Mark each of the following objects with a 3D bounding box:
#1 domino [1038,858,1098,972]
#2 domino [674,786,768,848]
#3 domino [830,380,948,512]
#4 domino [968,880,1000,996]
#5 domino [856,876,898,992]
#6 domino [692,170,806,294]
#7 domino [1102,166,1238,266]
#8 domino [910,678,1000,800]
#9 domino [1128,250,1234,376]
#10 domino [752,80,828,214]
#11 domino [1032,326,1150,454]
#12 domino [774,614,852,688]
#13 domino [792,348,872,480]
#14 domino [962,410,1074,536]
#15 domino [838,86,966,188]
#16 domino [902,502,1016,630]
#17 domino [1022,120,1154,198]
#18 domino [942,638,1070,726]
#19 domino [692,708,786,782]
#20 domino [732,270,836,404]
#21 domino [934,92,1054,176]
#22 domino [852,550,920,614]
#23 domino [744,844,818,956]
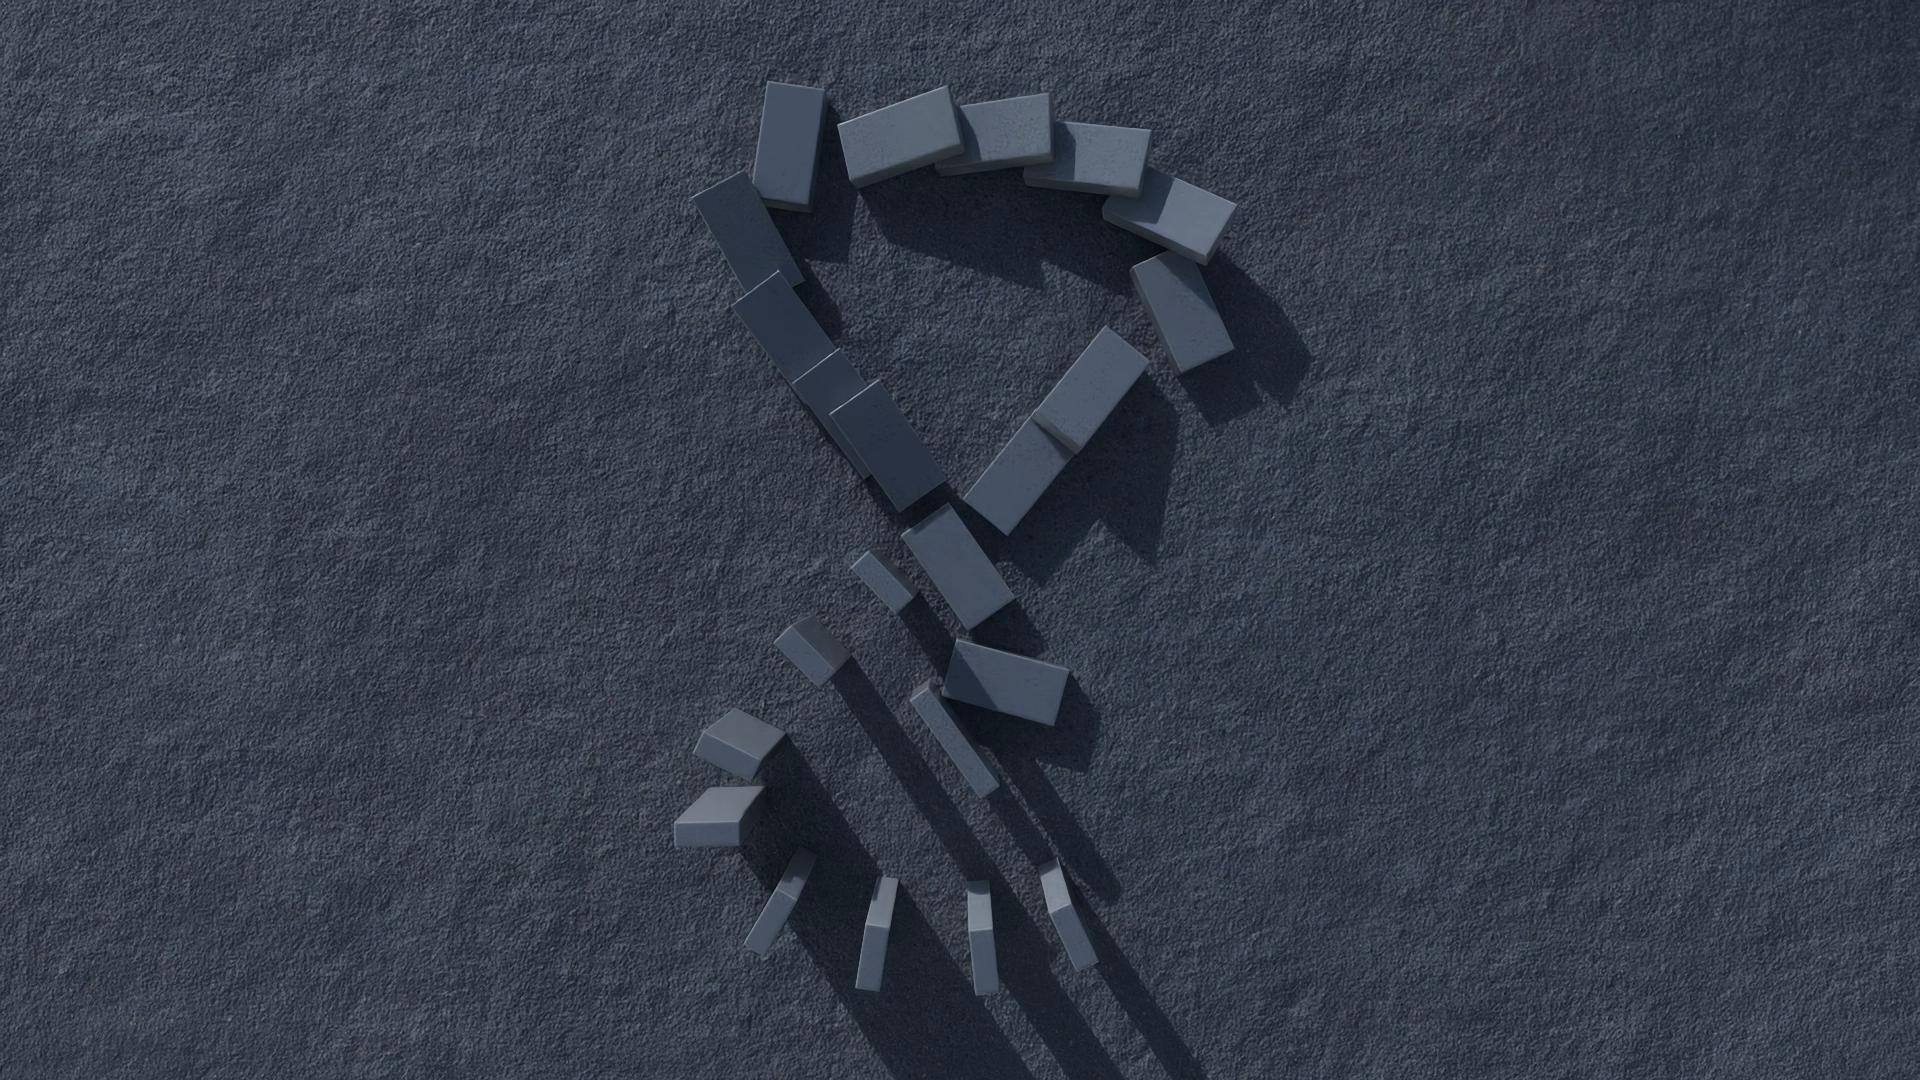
[{"bbox_3d":[0.044,0.152,0.375,0.010,0.050,0.025,-25,90,0],"label":"domino"},{"bbox_3d":[-0.097,0.112,0.375,0.025,0.050,0.009,-1,90,0],"label":"domino"},{"bbox_3d":[-0.030,-0.039,0.385,0.025,0.009,0.050,-35,103,0],"label":"domino"},{"bbox_3d":[0.009,0.161,0.375,0.009,0.050,0.025,-6,90,0],"label":"domino"},{"bbox_3d":[-0.033,0.160,0.375,0.009,0.050,0.025,9,90,0],"label":"domino"},{"bbox_3d":[-0.089,-0.127,0.389,0.025,0.009,0.050,-28,104,0],"label":"domino"},{"bbox_3d":[0.088,-0.139,0.388,0.050,0.010,0.025,31,89,16],"label":"domino"},{"bbox_3d":[-0.002,0.083,0.388,0.010,0.025,0.050,-36,90,0],"label":"domino"},{"bbox_3d":[0.095,-0.099,0.395,0.025,0.010,0.050,-25,90,0],"label":"domino"},{"bbox_3d":[-0.073,-0.169,0.395,0.025,0.010,0.050,8,90,0],"label":"domino"},{"bbox_3d":[0.056,-0.064,0.390,0.025,0.009,0.050,39,78,0],"label":"domino"},{"bbox_3d":[-0.059,0.045,0.375,0.025,0.050,0.009,45,90,0],"label":"domino"},{"bbox_3d":[-0.046,-0.054,0.390,0.025,0.009,0.050,-37,103,0],"label":"domino"},{"bbox_3d":[0.026,-0.029,0.395,0.025,0.010,0.050,39,90,0],"label":"domino"},{"bbox_3d":[-0.025,-0.171,0.389,0.050,0.009,0.025,-13,89,14],"label":"domino"},{"bbox_3d":[-0.001,0.011,0.395,0.025,0.009,0.050,-35,90,0],"label":"domino"},{"bbox_3d":[0.054,-0.162,0.389,0.050,0.009,0.025,12,90,15],"label":"domino"},{"bbox_3d":[0.019,0.061,0.395,0.050,0.010,0.025,15,90,0],"label":"domino"},{"bbox_3d":[-0.089,0.083,0.375,0.025,0.050,0.009,26,90,0],"label":"domino"},{"bbox_3d":[-0.071,-0.086,0.390,0.025,0.009,0.050,-37,103,0],"label":"domino"},{"bbox_3d":[0.014,-0.172,0.389,0.050,0.010,0.025,-2,90,14],"label":"domino"},{"bbox_3d":[-0.030,0.016,0.375,0.009,0.050,0.025,-44,90,0],"label":"domino"},{"bbox_3d":[-0.072,0.146,0.375,0.010,0.050,0.025,30,90,0],"label":"domino"}]
